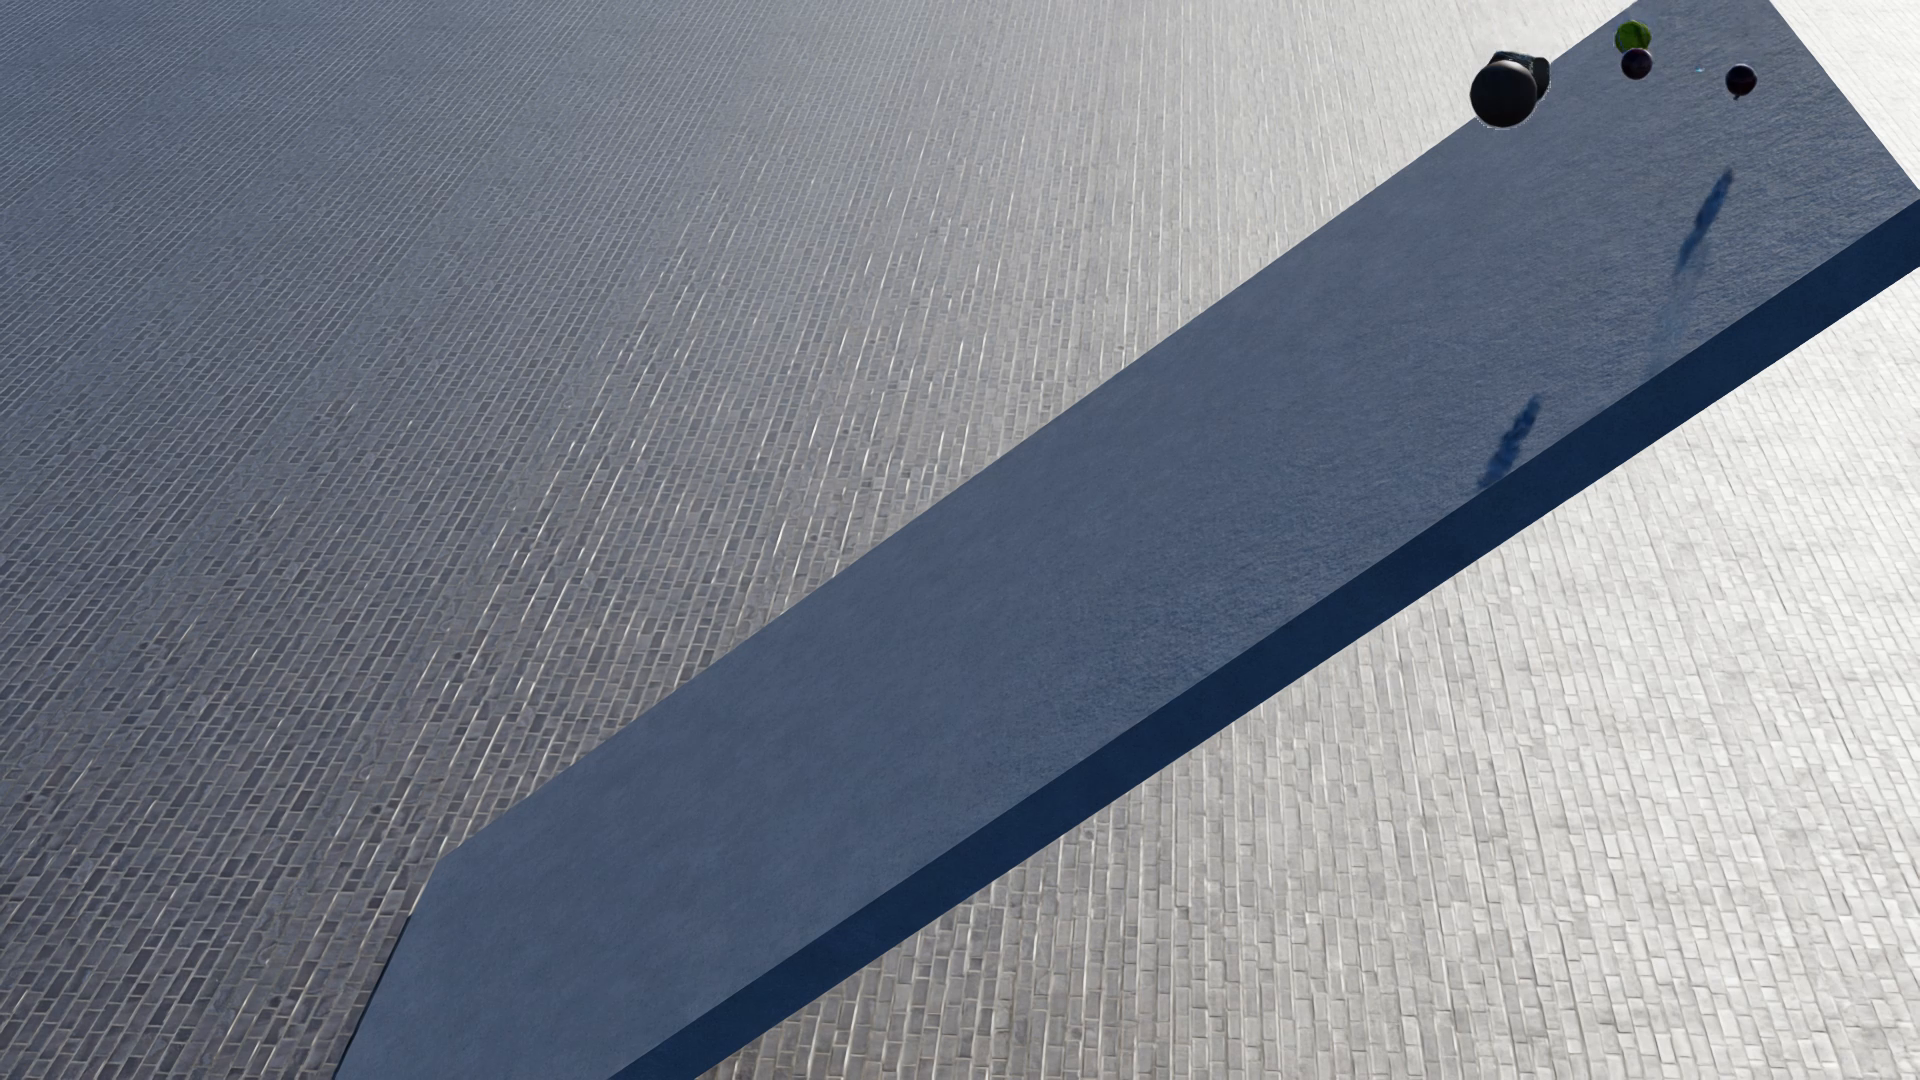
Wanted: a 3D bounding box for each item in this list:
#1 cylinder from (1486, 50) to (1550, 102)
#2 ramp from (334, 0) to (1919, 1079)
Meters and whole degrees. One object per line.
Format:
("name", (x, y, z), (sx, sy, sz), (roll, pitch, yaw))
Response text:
("cylinder", (1.110, -0.923, 5.849), (0.090, 0.090, 0.090), (21, 31, 41))
("ramp", (0.123, 0.183, 6.335), (4.000, 0.100, 2.000), (-35, 16, 17))
